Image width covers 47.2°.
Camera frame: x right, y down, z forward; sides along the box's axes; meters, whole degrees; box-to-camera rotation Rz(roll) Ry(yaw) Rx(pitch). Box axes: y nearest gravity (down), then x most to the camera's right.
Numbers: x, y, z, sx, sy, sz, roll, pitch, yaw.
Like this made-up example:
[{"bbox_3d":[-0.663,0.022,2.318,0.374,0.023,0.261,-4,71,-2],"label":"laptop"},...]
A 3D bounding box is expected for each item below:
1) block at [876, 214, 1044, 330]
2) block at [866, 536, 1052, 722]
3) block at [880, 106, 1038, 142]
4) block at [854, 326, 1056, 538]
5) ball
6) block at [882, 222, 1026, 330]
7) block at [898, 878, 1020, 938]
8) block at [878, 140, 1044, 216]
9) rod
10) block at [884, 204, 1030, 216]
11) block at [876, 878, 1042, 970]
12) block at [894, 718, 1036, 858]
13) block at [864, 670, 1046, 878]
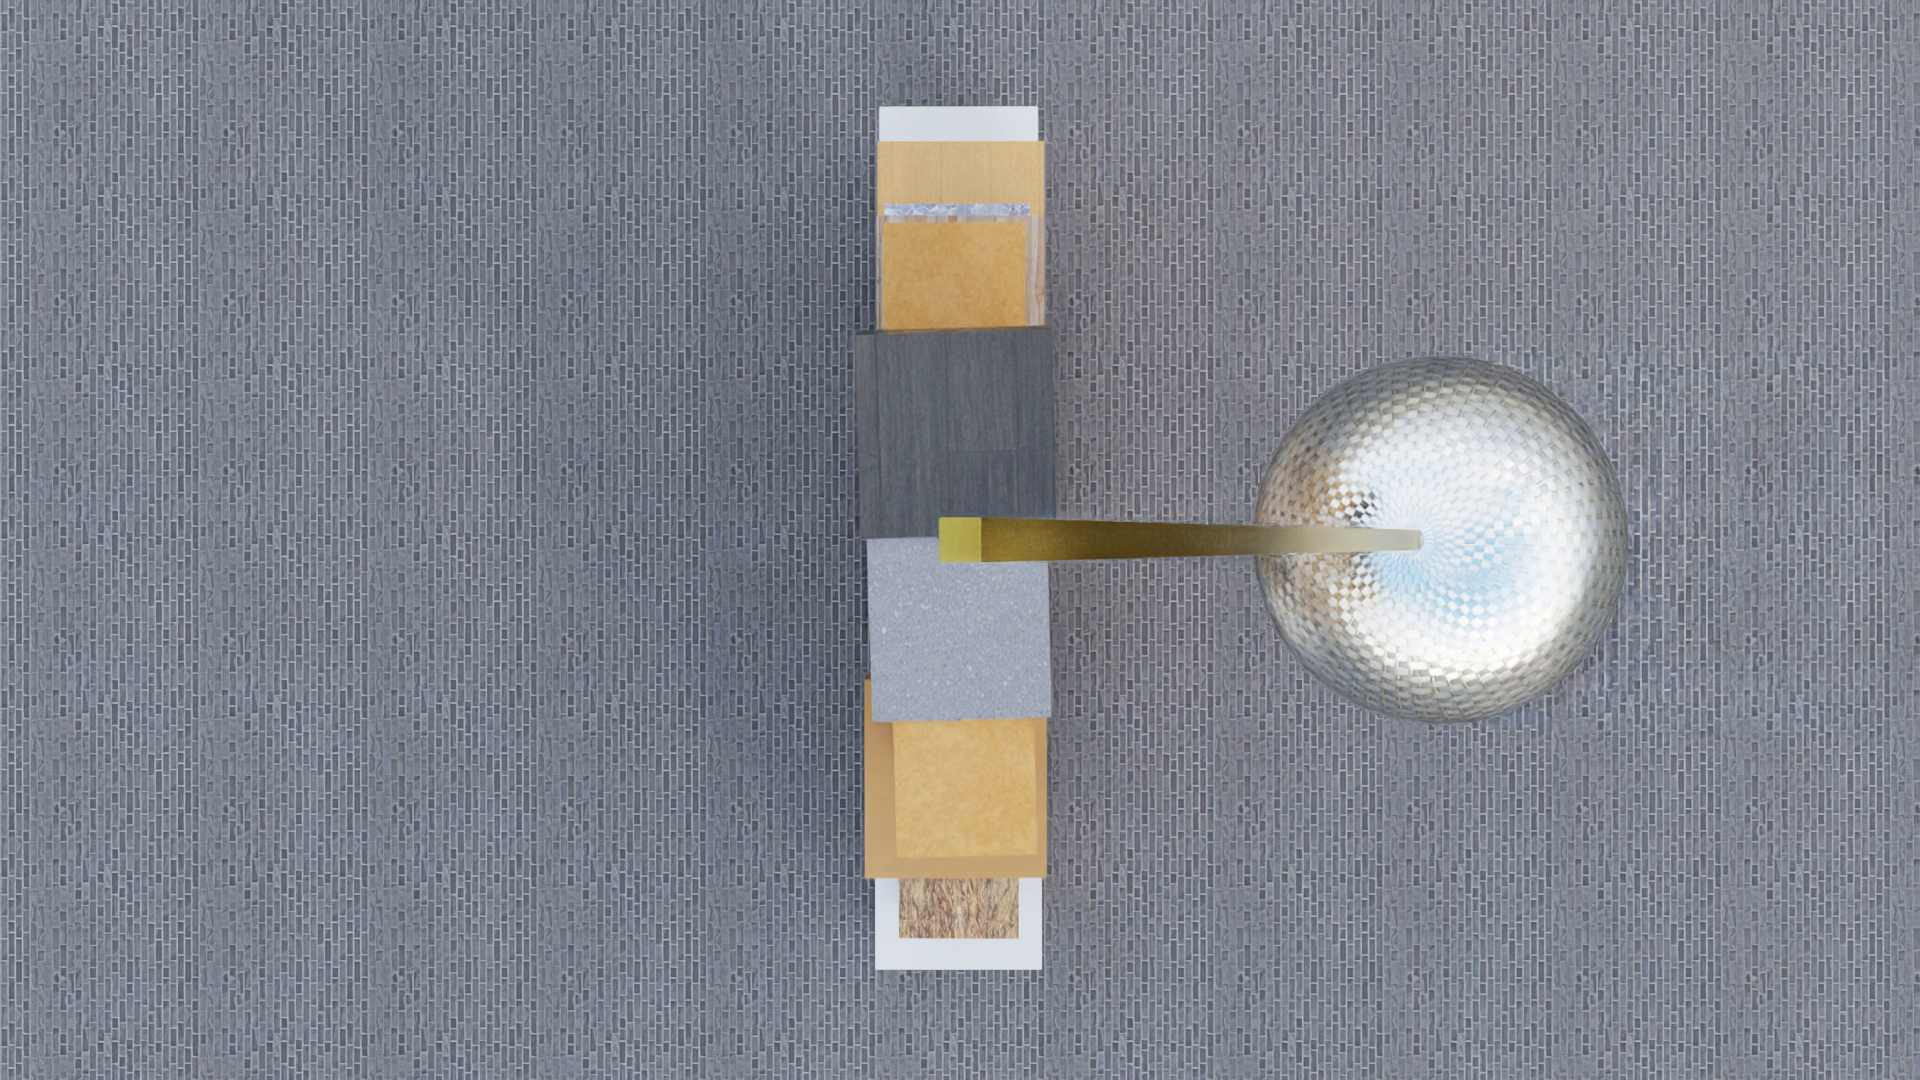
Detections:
[{"bbox_3d":[0.002,-1.067,10.091,0.737,0.798,0.737,0,91,0],"label":"block"},{"bbox_3d":[-0.002,0.294,8.284,0.654,0.562,0.676,-2,95,0],"label":"block"},{"bbox_3d":[-0.007,-1.935,12.534,0.869,0.933,0.886,0,90,0],"label":"block"},{"bbox_3d":[-0.014,-0.414,8.192,0.708,0.582,0.735,-2,97,0],"label":"block"},{"bbox_3d":[2.074,0.000,9.552,1.600,1.600,1.600,0,90,0],"label":"ball"},{"bbox_3d":[-0.023,-1.032,9.407,0.589,0.571,0.579,0,91,0],"label":"block"},{"bbox_3d":[-0.005,1.733,11.831,0.629,0.672,0.674,0,93,0],"label":"block"},{"bbox_3d":[0.005,-1.616,11.652,0.851,0.828,0.855,0,91,0],"label":"block"},{"bbox_3d":[0.899,0.000,6.361,0.080,5.200,0.080,0,90,20],"label":"rod"},{"bbox_3d":[-0.013,-1.220,10.865,0.697,0.754,0.775,0,91,0],"label":"block"},{"bbox_3d":[-0.008,1.954,12.591,0.923,0.817,0.851,0,90,0],"label":"block"},{"bbox_3d":[0.019,0.887,8.348,0.516,0.498,0.517,-1,95,0],"label":"block"},{"bbox_3d":[-0.018,0.978,9.473,0.752,0.754,0.824,0,91,0],"label":"block"}]
